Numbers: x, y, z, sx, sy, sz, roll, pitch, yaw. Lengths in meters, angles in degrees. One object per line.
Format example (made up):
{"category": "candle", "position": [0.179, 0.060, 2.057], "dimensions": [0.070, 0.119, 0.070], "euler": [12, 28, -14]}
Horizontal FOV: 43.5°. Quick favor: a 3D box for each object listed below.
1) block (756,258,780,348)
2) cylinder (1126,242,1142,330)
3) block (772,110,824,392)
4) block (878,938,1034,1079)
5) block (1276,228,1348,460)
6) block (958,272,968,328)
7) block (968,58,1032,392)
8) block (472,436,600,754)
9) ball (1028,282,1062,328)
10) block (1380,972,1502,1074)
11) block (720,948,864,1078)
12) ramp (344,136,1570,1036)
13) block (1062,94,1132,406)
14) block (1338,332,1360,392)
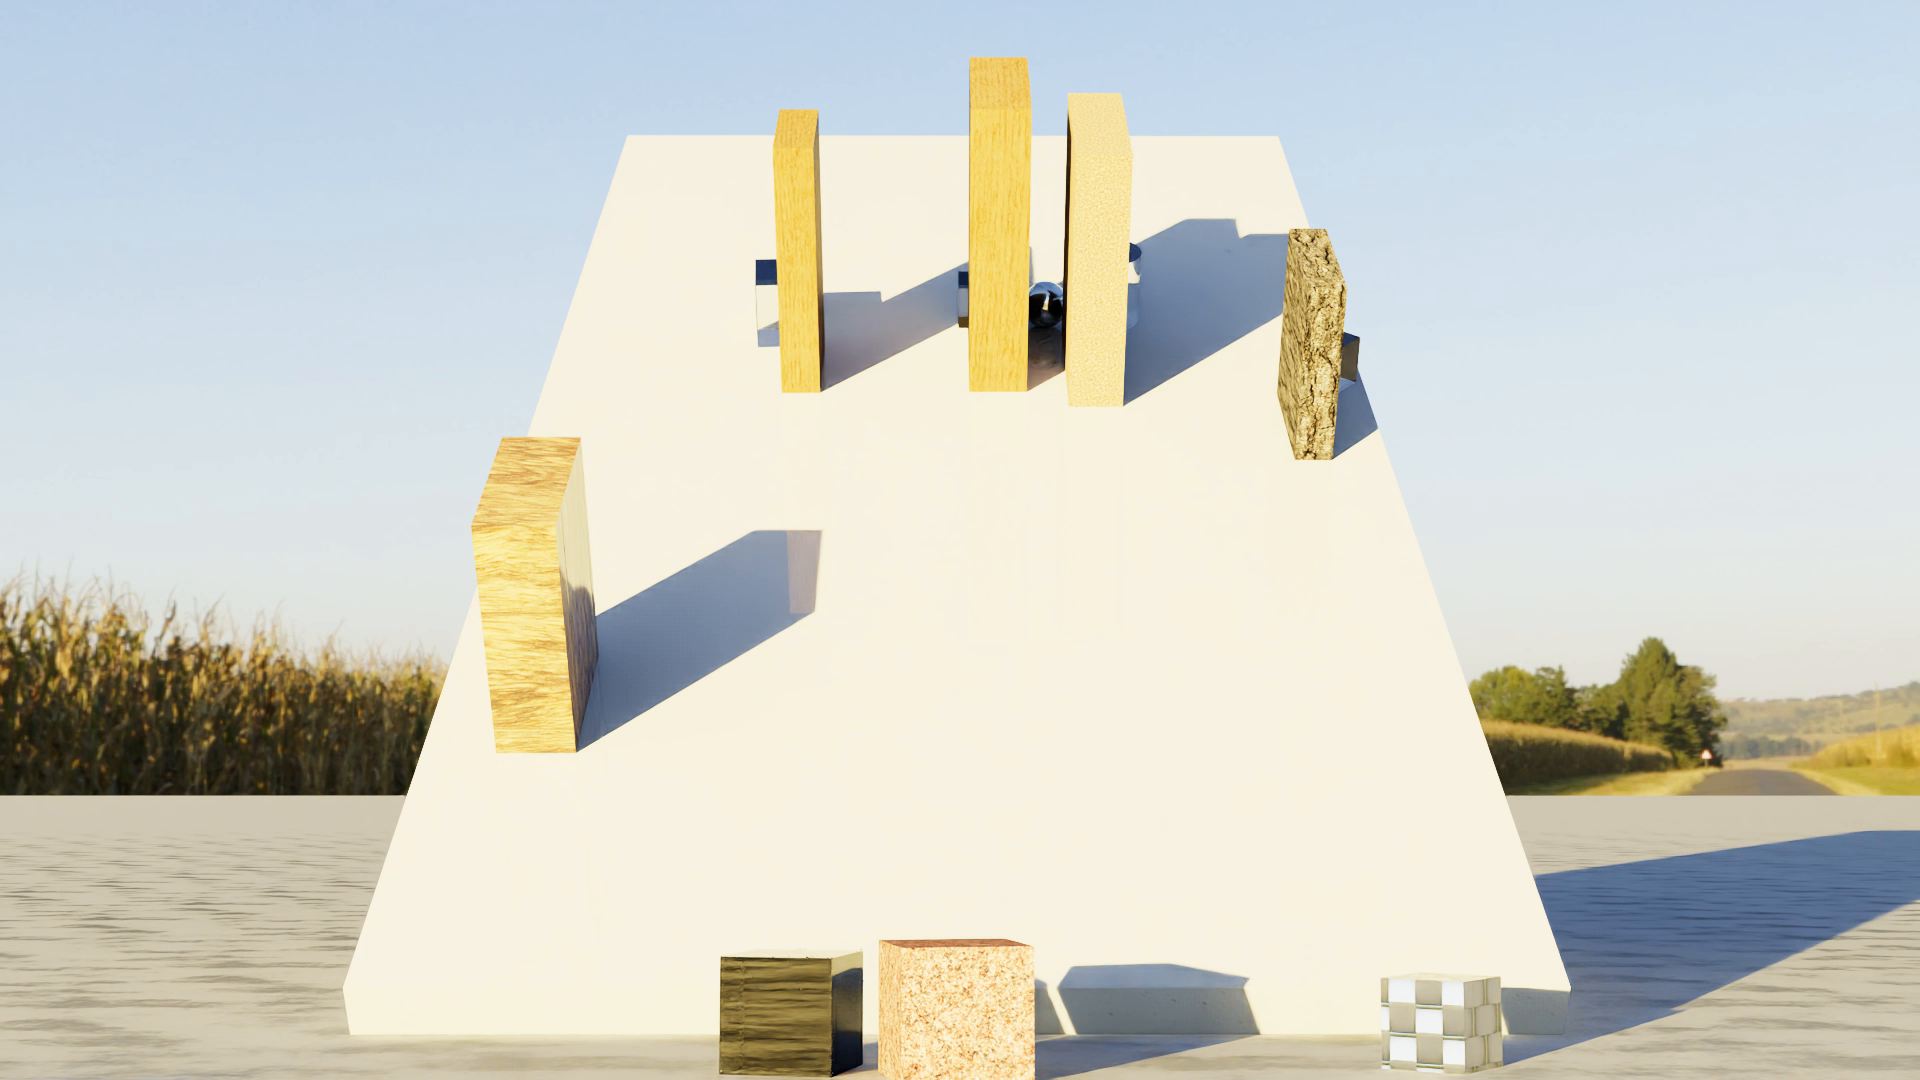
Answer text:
{"category": "block", "position": [-0.431, -0.602, 6.100], "dimensions": [0.168, 0.168, 0.168], "euler": [-2, 30, -4]}
{"category": "cylinder", "position": [0.371, -0.654, 6.181], "dimensions": [0.184, 0.184, 0.184], "euler": [0, 30, 0]}
{"category": "block", "position": [-0.385, -0.693, 5.799], "dimensions": [0.093, 0.624, 0.266], "euler": [0, 30, 0]}
{"category": "block", "position": [-0.007, 0.663, 3.400], "dimensions": [0.186, 0.186, 0.186], "euler": [1, -6, -12]}
{"category": "block", "position": [0.813, -0.456, 5.585], "dimensions": [0.086, 0.429, 0.348], "euler": [0, 30, 0]}
{"category": "block", "position": [0.050, -0.618, 6.189], "dimensions": [0.110, 0.110, 0.110], "euler": [0, 29, 0]}
{"category": "block", "position": [0.092, -0.762, 5.830], "dimensions": [0.140, 0.716, 0.372], "euler": [0, 30, 0]}
{"category": "block", "position": [-0.792, 0.102, 4.532], "dimensions": [0.149, 0.487, 0.346], "euler": [0, 30, 0]}
{"category": "ball", "position": [0.218, -0.602, 6.154], "dimensions": [0.119, 0.119, 0.119], "euler": [0, -6, 0]}
{"category": "block", "position": [0.702, 0.703, 3.511], "dimensions": [0.130, 0.130, 0.130], "euler": [-4, -7, 36]}
{"category": "block", "position": [-0.243, 0.683, 3.488], "dimensions": [0.166, 0.166, 0.166], "euler": [-1, -6, 13]}
{"category": "ramp", "position": [-0.013, -0.213, 5.688], "dimensions": [2.000, 0.100, 4.000], "euler": [0, 30, 0]}
{"category": "block", "position": [0.326, -0.701, 5.805], "dimensions": [0.129, 0.635, 0.426], "euler": [0, 30, 0]}
{"category": "block", "position": [0.884, -0.436, 5.862], "dimensions": [0.122, 0.122, 0.122], "euler": [23, 37, 35]}
